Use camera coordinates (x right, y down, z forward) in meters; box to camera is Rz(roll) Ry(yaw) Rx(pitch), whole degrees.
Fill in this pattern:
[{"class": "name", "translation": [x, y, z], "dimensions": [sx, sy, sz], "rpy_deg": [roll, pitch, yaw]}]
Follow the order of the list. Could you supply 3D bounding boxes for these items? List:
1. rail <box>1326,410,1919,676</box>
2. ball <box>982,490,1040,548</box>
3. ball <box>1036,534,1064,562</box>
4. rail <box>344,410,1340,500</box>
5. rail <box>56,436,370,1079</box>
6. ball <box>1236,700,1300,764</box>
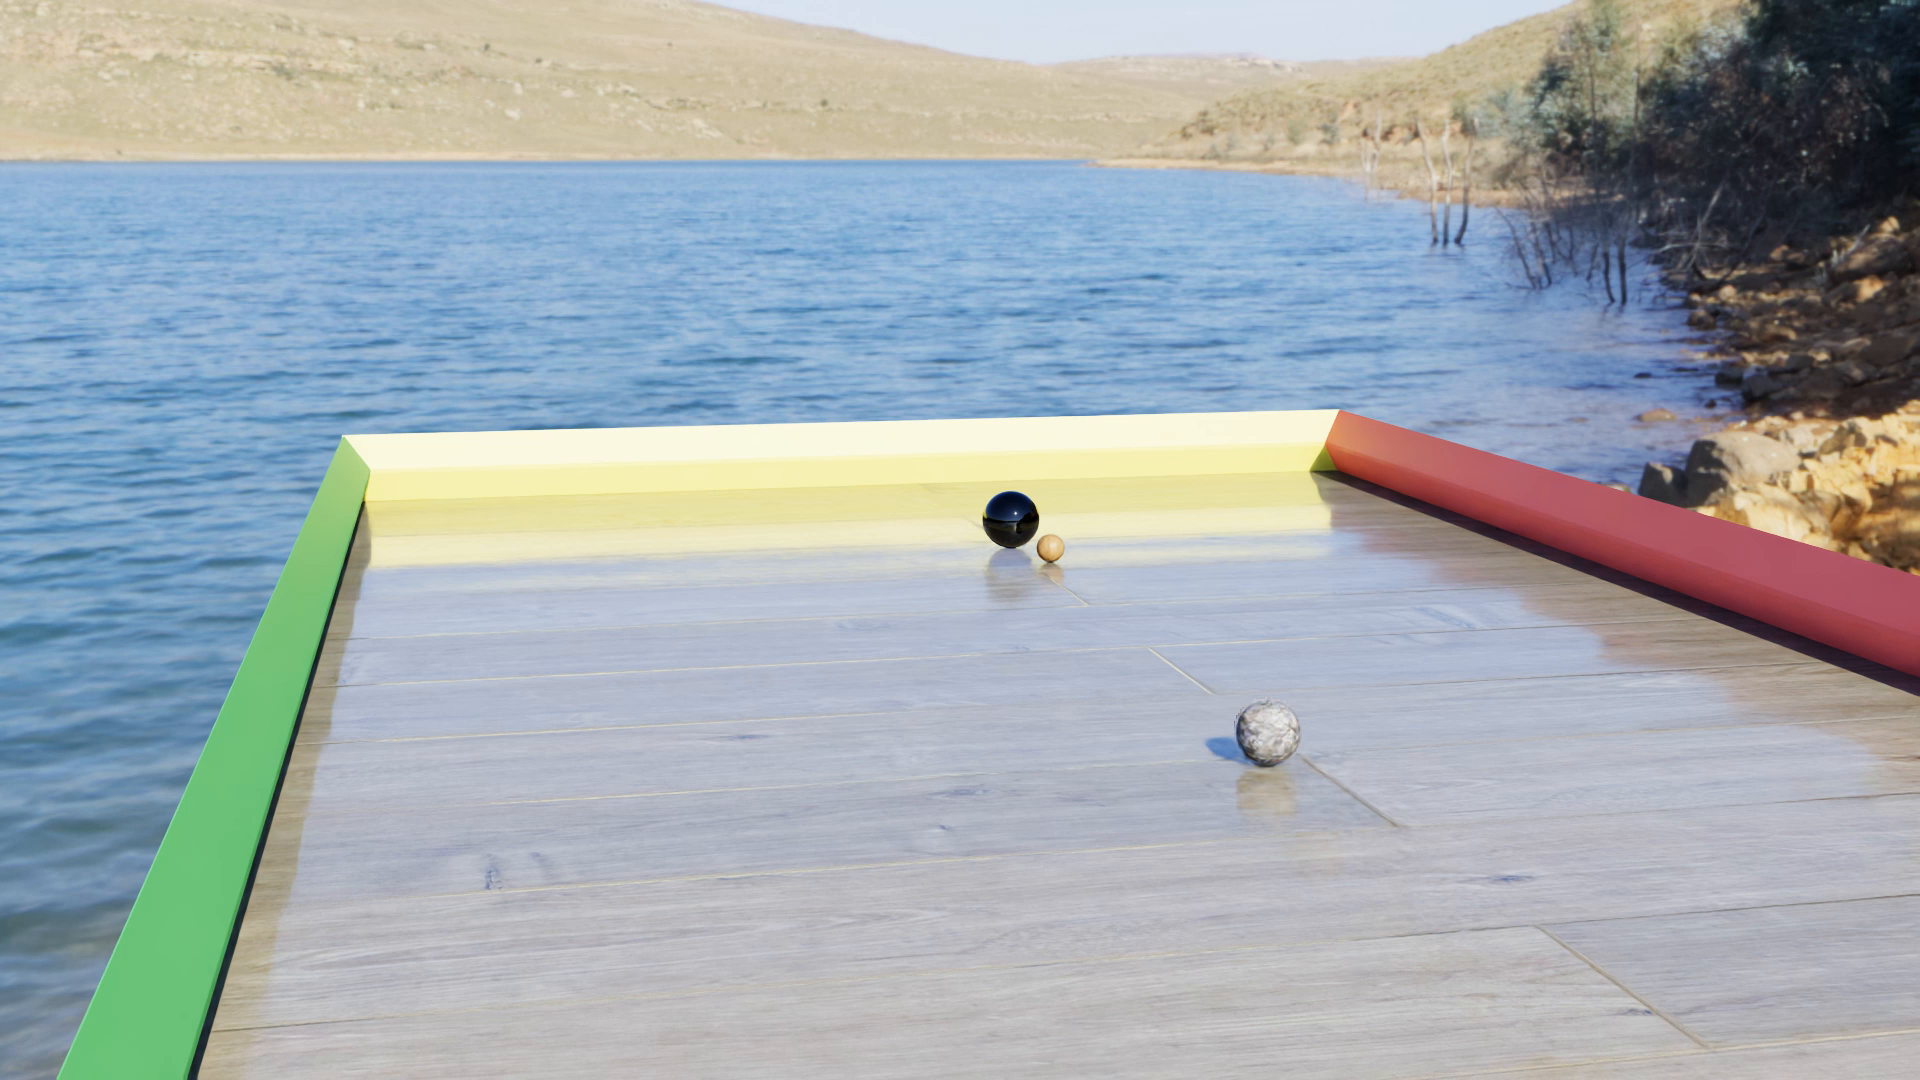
[{"class": "rail", "translation": [1.028, 0.073, 2.625], "dimensions": [0.045, 0.113, 3.131], "rpy_deg": [-2, 10, -12]}, {"class": "ball", "translation": [0.077, -0.031, 3.308], "dimensions": [0.087, 0.087, 0.087], "rpy_deg": [0, 10, 0]}, {"class": "ball", "translation": [0.131, 0.012, 3.194], "dimensions": [0.041, 0.041, 0.041], "rpy_deg": [0, 10, 0]}, {"class": "rail", "translation": [-0.164, -0.151, 3.921], "dimensions": [1.806, 0.113, 0.045], "rpy_deg": [-2, 10, -12]}, {"class": "rail", "translation": [-0.690, 0.138, 2.250], "dimensions": [0.045, 0.113, 3.131], "rpy_deg": [-2, 10, -12]}, {"class": "ball", "translation": [0.298, 0.186, 2.125], "dimensions": [0.062, 0.062, 0.062], "rpy_deg": [0, 10, 0]}]
